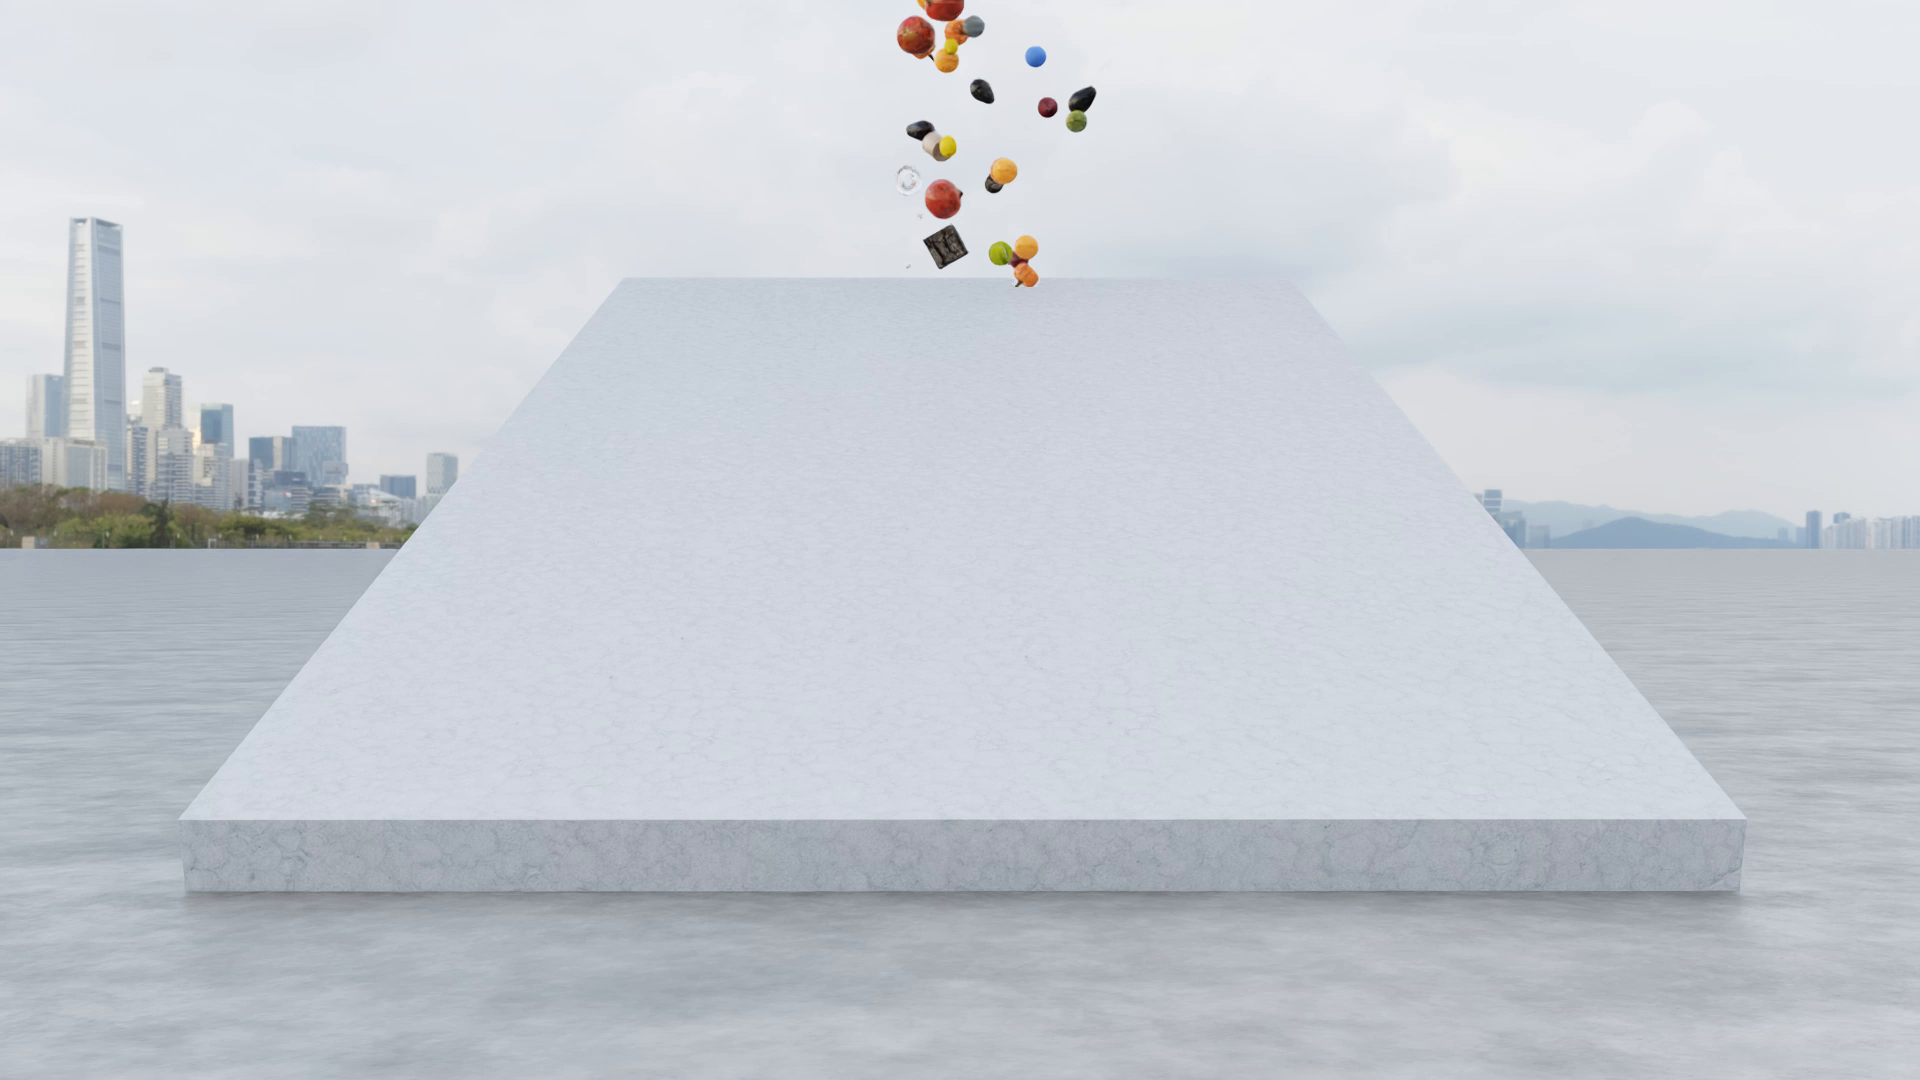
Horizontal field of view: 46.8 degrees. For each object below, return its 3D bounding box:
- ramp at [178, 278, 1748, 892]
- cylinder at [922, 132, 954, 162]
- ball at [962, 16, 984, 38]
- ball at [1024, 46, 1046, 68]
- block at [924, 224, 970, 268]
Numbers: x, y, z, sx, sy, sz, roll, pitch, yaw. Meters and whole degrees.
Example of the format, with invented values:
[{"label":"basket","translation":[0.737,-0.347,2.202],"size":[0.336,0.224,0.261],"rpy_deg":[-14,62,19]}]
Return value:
[{"label":"ramp","translation":[-0.003,-0.168,4.755],"size":[2.000,0.100,4.000],"rpy_deg":[0,17,0]},{"label":"cylinder","translation":[-0.064,-1.129,6.362],"size":[0.068,0.068,0.068],"rpy_deg":[0,28,-33]},{"label":"ball","translation":[0.039,-1.451,6.263],"size":[0.062,0.062,0.062],"rpy_deg":[0,0,0]},{"label":"ball","translation":[0.217,-1.389,6.365],"size":[0.062,0.062,0.062],"rpy_deg":[0,0,0]},{"label":"block","translation":[-0.039,-0.836,6.312],"size":[0.092,0.092,0.092],"rpy_deg":[-29,3,8]}]
